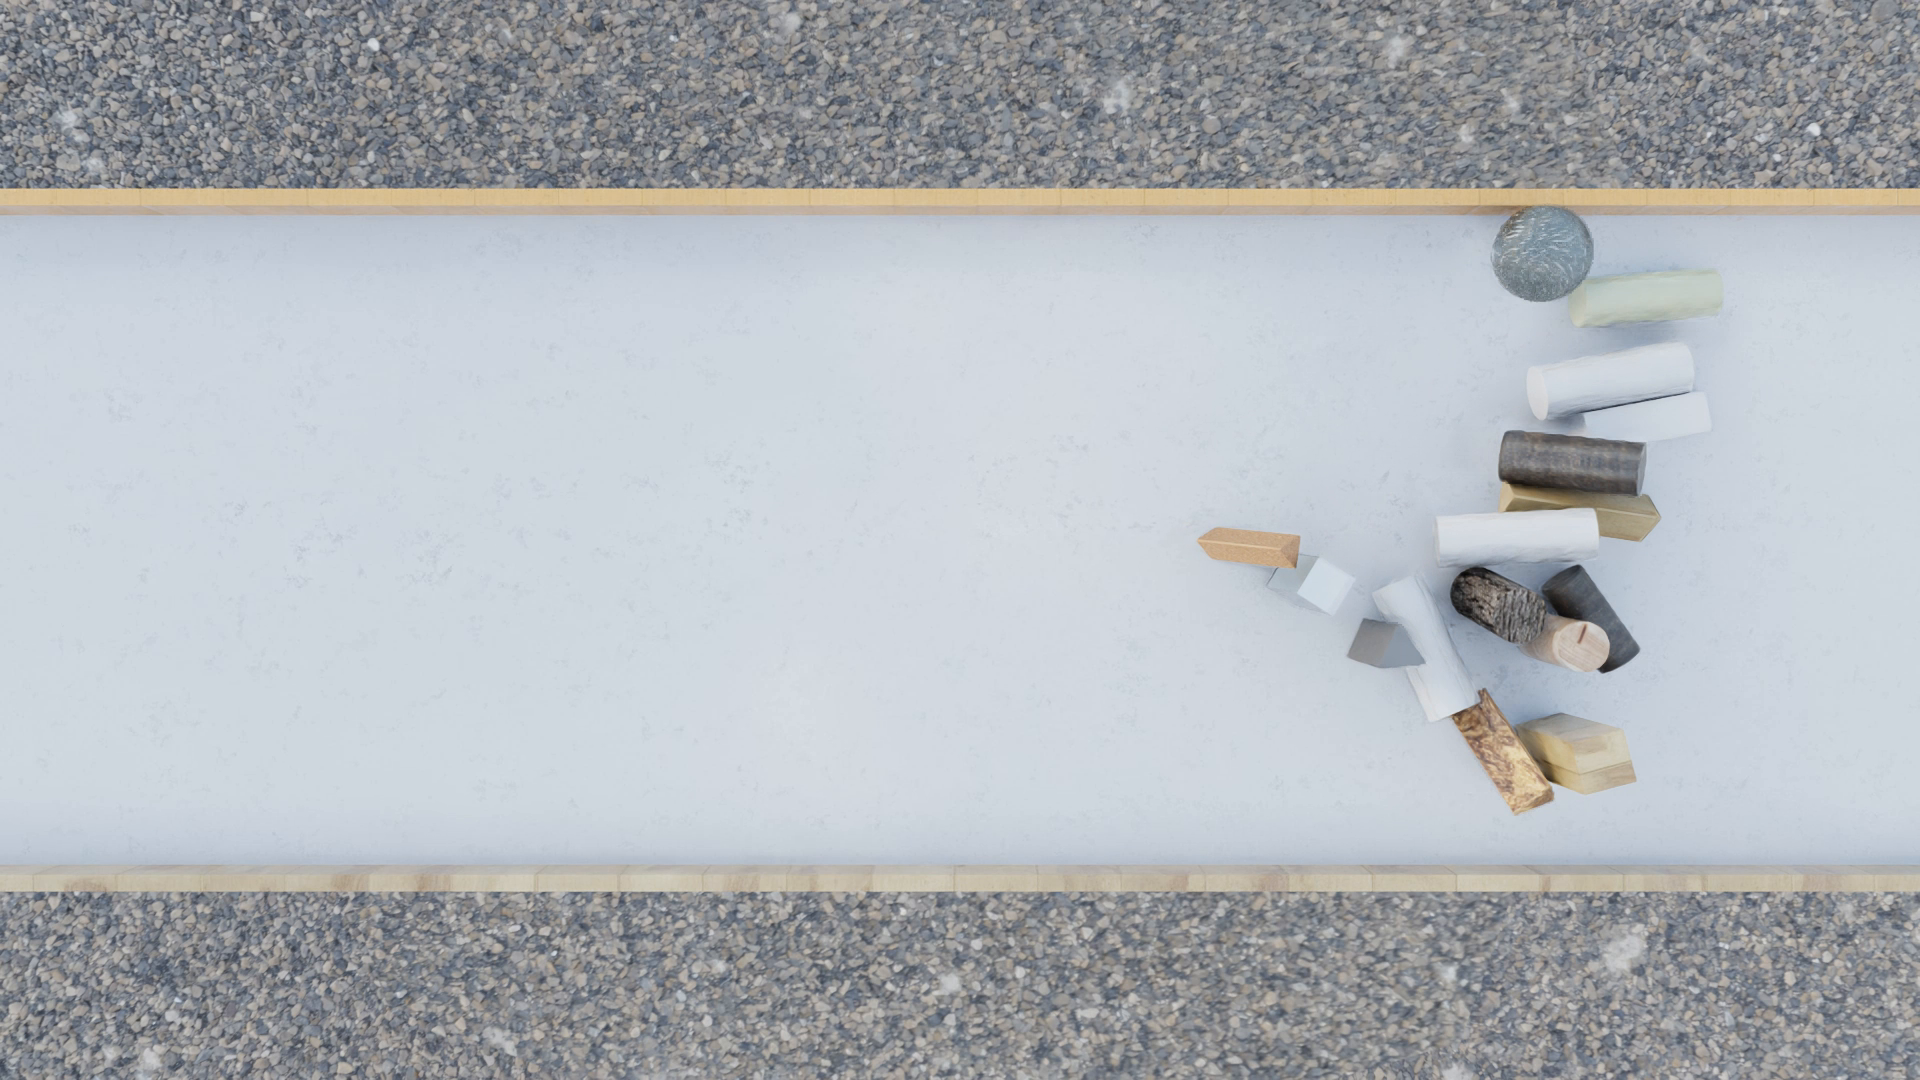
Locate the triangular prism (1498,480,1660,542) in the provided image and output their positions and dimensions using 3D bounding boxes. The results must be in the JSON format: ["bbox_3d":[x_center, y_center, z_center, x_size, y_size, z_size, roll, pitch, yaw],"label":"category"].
[{"bbox_3d":[1.883,-0.099,5.011,0.448,0.125,0.144,9,90,0],"label":"triangular prism"}]

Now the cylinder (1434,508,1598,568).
[{"bbox_3d":[1.667,-0.006,4.960,0.453,0.158,0.158,-3,90,10],"label":"cylinder"}]

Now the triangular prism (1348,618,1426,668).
[{"bbox_3d":[1.251,0.299,4.881,0.132,0.390,0.114,-6,90,0],"label":"triangular prism"}]

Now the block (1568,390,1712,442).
[{"bbox_3d":[2.067,-0.355,5.015,0.371,0.123,0.123,-11,90,0],"label":"block"}]

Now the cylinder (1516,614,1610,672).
[{"bbox_3d":[1.776,0.299,4.880,0.145,0.389,0.145,0,91,1],"label":"cylinder"}]

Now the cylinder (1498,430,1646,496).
[{"bbox_3d":[1.823,-0.232,4.914,0.392,0.156,0.156,9,90,29],"label":"cylinder"}]

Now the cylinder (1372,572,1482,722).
[{"bbox_3d":[1.402,0.322,4.960,0.163,0.163,0.420,-22,80,0],"label":"cylinder"}]

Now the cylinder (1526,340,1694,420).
[{"bbox_3d":[1.966,-0.484,4.993,0.444,0.167,0.167,-11,90,0],"label":"cylinder"}]

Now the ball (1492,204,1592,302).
[{"bbox_3d":[1.739,-0.857,4.933,0.287,0.287,0.287,0,90,0],"label":"ball"}]

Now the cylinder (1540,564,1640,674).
[{"bbox_3d":[1.914,0.239,5.008,0.139,0.139,0.307,-35,90,0],"label":"cylinder"}]

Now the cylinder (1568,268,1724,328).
[{"bbox_3d":[2.078,-0.734,5.003,0.411,0.147,0.147,-5,90,0],"label":"cylinder"}]

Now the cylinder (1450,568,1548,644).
[{"bbox_3d":[1.593,0.190,4.891,0.161,0.349,0.161,0,99,-3],"label":"cylinder"}]

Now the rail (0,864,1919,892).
[{"bbox_3d":[-2.247,1.025,5.001,12.000,0.150,0.050,0,90,0],"label":"rail"}]

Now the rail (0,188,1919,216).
[{"bbox_3d":[-2.247,-1.025,5.002,12.000,0.150,0.050,0,90,0],"label":"rail"}]

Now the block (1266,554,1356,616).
[{"bbox_3d":[1.030,0.127,4.871,0.123,0.405,0.123,32,90,-2],"label":"block"}]

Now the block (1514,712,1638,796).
[{"bbox_3d":[1.801,0.623,4.848,0.152,0.454,0.152,-15,90,-1],"label":"block"}]

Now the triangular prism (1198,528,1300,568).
[{"bbox_3d":[0.873,0.008,4.940,0.098,0.319,0.084,46,66,-34],"label":"triangular prism"}]

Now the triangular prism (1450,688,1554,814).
[{"bbox_3d":[1.635,0.617,4.913,0.144,0.124,0.355,-16,58,-18],"label":"triangular prism"}]
